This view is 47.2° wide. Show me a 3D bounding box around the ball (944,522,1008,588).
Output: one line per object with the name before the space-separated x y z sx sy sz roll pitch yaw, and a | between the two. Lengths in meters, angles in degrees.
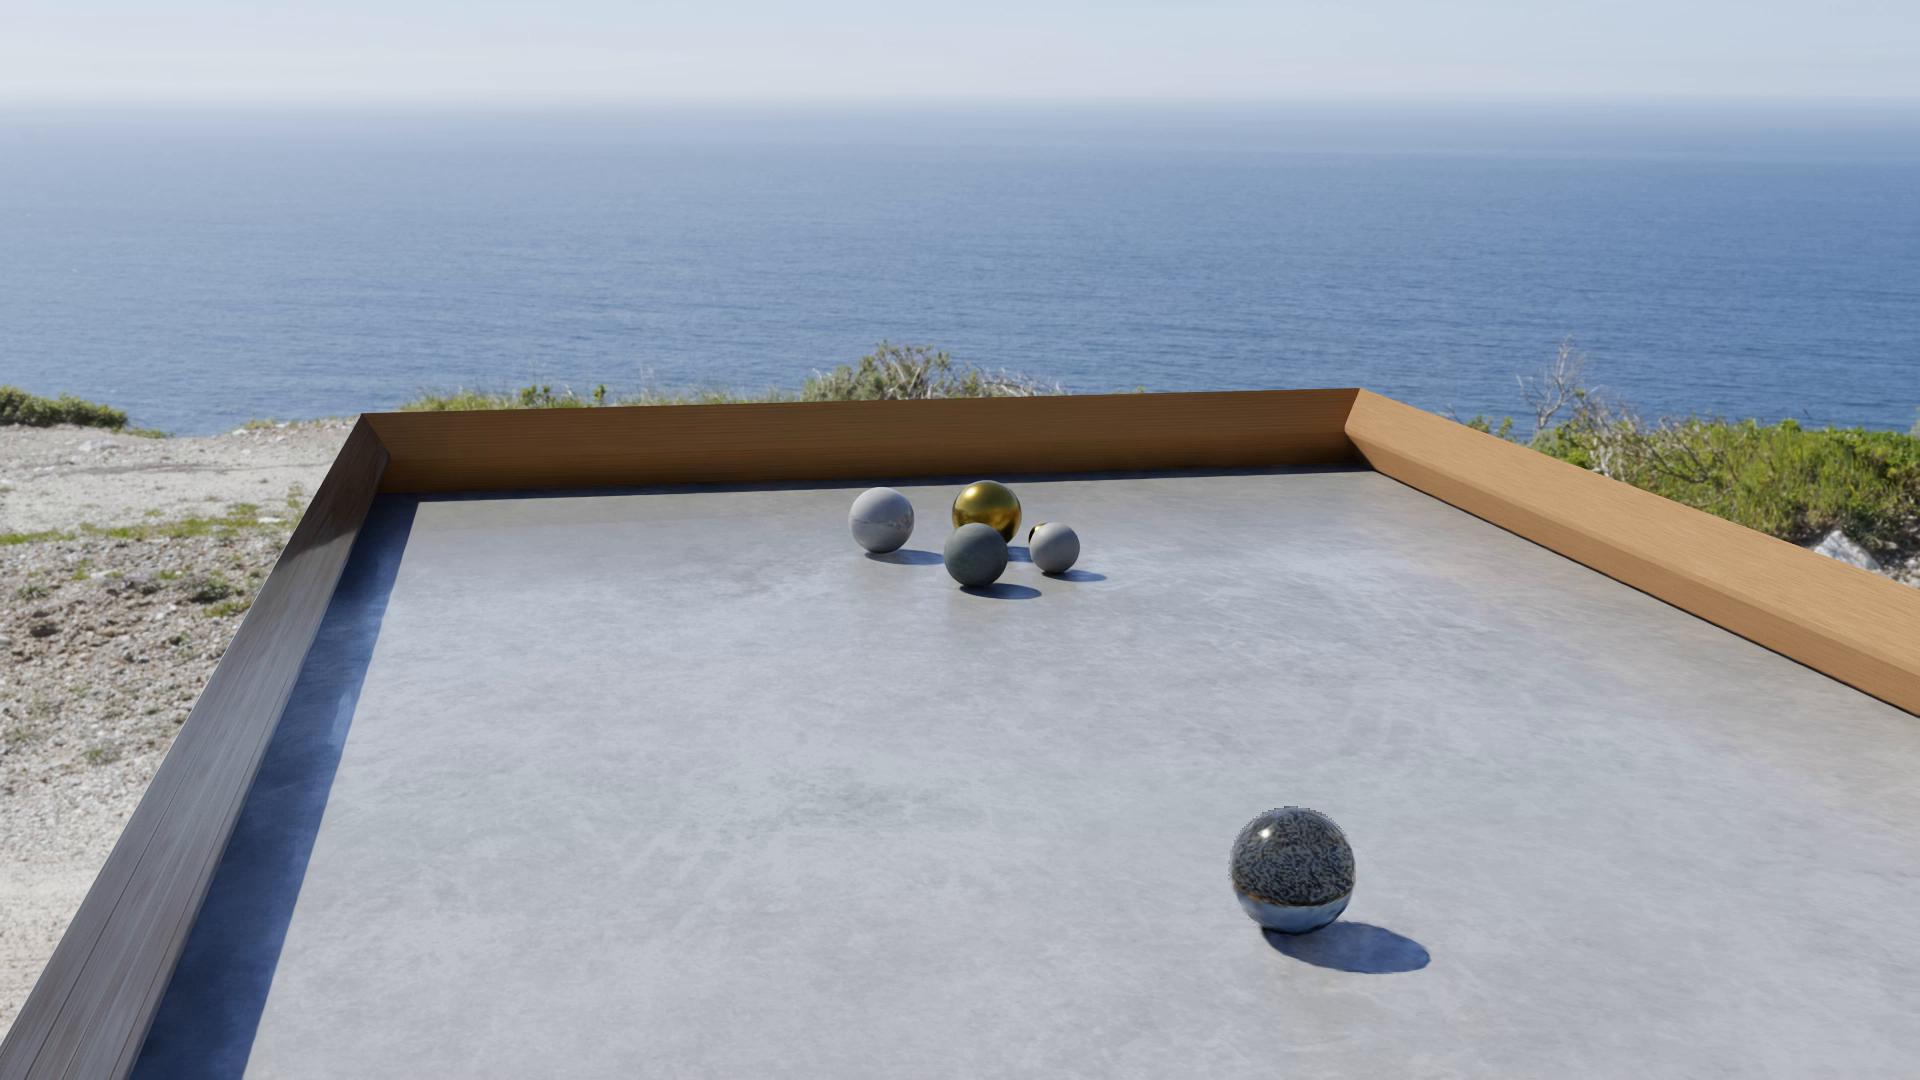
ball | 0.021 0.020 2.862 0.084 0.084 0.084 0 11 0

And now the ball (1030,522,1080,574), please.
ball | 0.127 0.010 2.949 0.068 0.068 0.068 0 11 0

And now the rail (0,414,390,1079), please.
rail | -0.673 0.142 2.144 0.045 0.129 2.880 -2 12 -10

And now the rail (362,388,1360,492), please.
rail | -0.127 -0.165 3.655 1.683 0.129 0.045 -2 12 -10

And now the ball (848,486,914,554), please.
ball | -0.110 -0.028 3.072 0.093 0.093 0.093 0 11 0

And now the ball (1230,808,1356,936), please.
ball | 0.255 0.254 1.681 0.096 0.096 0.096 0 11 0

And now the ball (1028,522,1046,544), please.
ball | 0.118 -0.001 3.065 0.045 0.045 0.045 0 11 0

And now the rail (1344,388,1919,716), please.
rail | 0.935 0.083 2.436 0.045 0.129 2.880 -2 12 -10

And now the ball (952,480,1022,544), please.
ball | 0.038 -0.035 3.093 0.099 0.099 0.099 0 11 0
